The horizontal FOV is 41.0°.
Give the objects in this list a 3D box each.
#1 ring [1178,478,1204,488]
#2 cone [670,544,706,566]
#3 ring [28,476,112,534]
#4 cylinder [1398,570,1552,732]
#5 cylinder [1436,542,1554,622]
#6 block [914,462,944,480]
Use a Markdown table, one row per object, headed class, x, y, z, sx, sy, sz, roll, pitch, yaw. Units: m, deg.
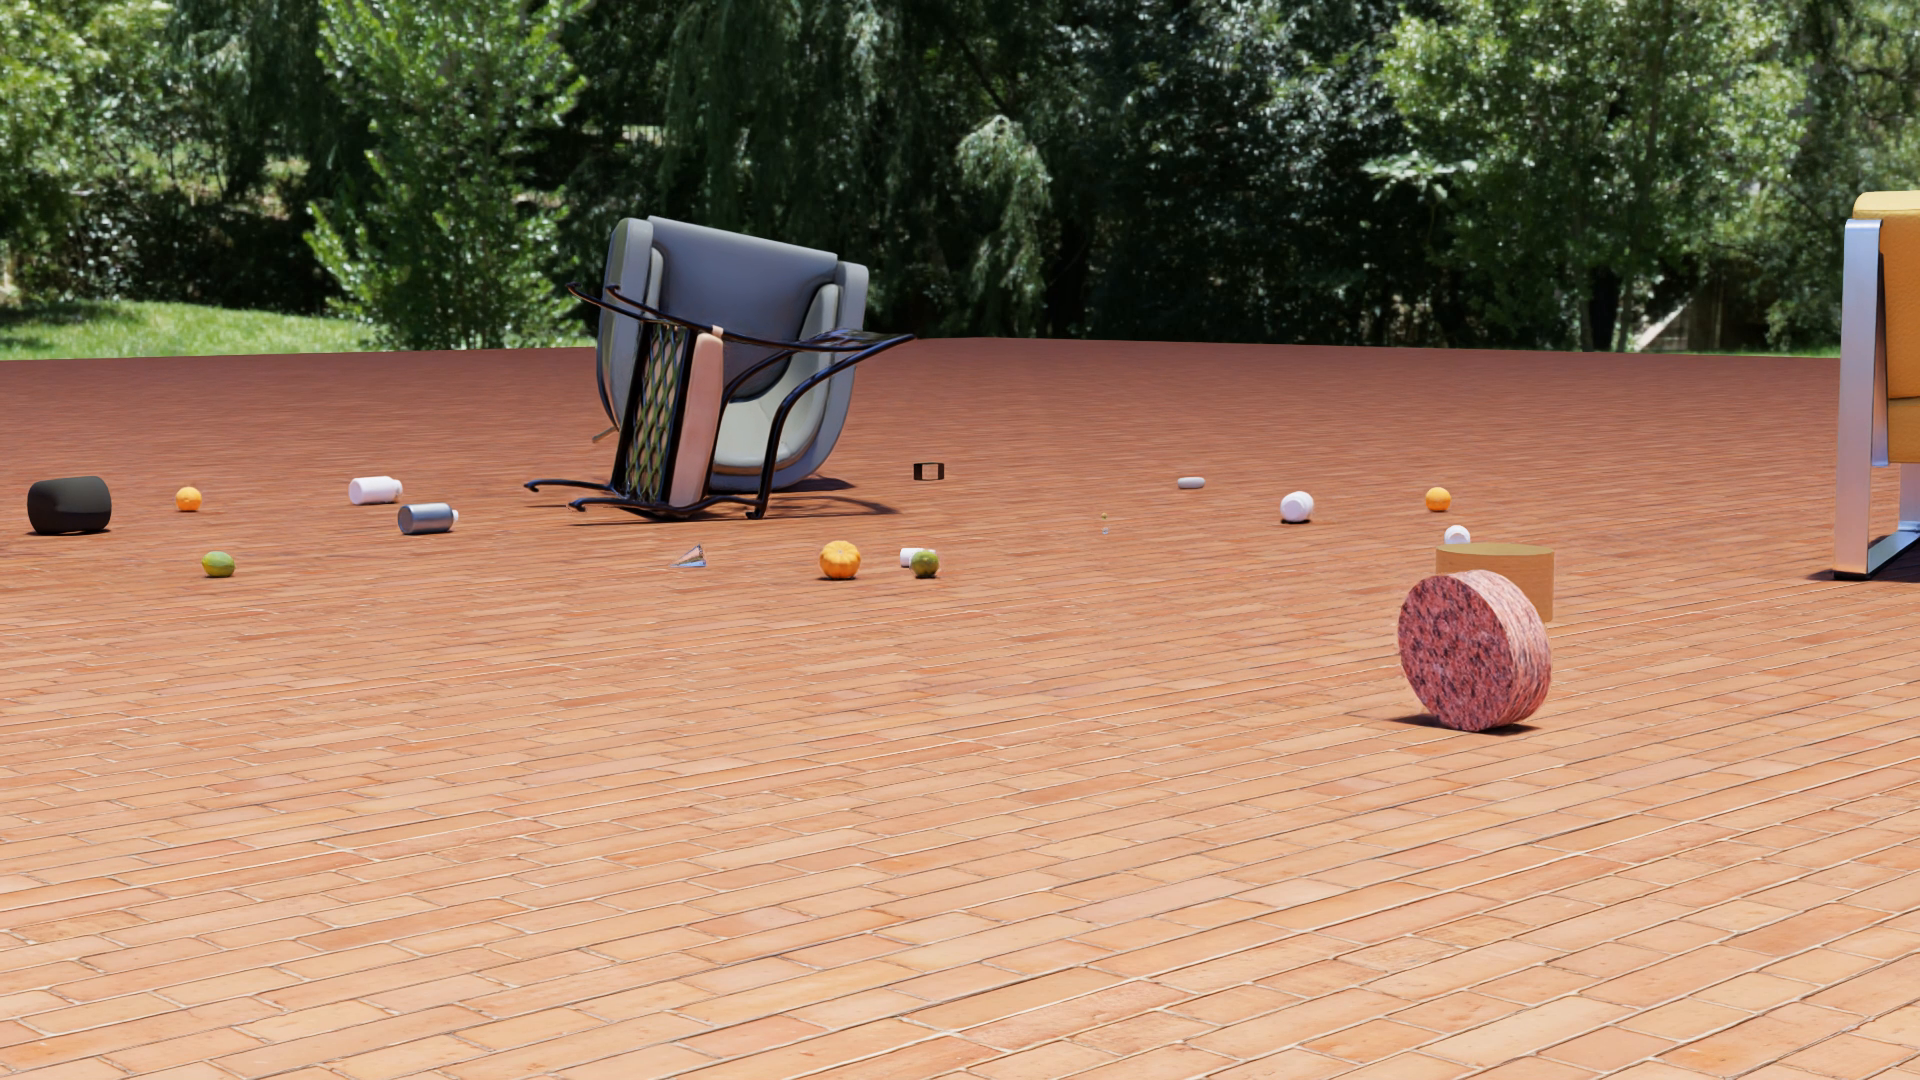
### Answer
| class | x | y | z | sx | sy | sz | roll | pitch | yaw |
| --- | --- | --- | --- | --- | --- | --- | --- | --- | --- |
| ring | 0.718 | -0.177 | 7.969 | 0.107 | 0.034 | 0.057 | -4 | 5 | -41 |
| cone | -0.624 | 0.047 | 5.830 | 0.085 | 0.054 | 0.053 | -18 | 20 | -1 |
| ring | -2.292 | -0.089 | 6.603 | 0.204 | 0.138 | 0.225 | -7 | 2 | -1 |
| cylinder | 0.754 | 0.161 | 3.762 | 0.105 | 0.235 | 0.184 | -6 | -20 | -46 |
| cylinder | 1.032 | 0.083 | 4.958 | 0.221 | 0.133 | 0.230 | -3 | 7 | -28 |
| block | -0.101 | -0.221 | 8.302 | 0.059 | 0.053 | 0.084 | 5 | 8 | 40 |
